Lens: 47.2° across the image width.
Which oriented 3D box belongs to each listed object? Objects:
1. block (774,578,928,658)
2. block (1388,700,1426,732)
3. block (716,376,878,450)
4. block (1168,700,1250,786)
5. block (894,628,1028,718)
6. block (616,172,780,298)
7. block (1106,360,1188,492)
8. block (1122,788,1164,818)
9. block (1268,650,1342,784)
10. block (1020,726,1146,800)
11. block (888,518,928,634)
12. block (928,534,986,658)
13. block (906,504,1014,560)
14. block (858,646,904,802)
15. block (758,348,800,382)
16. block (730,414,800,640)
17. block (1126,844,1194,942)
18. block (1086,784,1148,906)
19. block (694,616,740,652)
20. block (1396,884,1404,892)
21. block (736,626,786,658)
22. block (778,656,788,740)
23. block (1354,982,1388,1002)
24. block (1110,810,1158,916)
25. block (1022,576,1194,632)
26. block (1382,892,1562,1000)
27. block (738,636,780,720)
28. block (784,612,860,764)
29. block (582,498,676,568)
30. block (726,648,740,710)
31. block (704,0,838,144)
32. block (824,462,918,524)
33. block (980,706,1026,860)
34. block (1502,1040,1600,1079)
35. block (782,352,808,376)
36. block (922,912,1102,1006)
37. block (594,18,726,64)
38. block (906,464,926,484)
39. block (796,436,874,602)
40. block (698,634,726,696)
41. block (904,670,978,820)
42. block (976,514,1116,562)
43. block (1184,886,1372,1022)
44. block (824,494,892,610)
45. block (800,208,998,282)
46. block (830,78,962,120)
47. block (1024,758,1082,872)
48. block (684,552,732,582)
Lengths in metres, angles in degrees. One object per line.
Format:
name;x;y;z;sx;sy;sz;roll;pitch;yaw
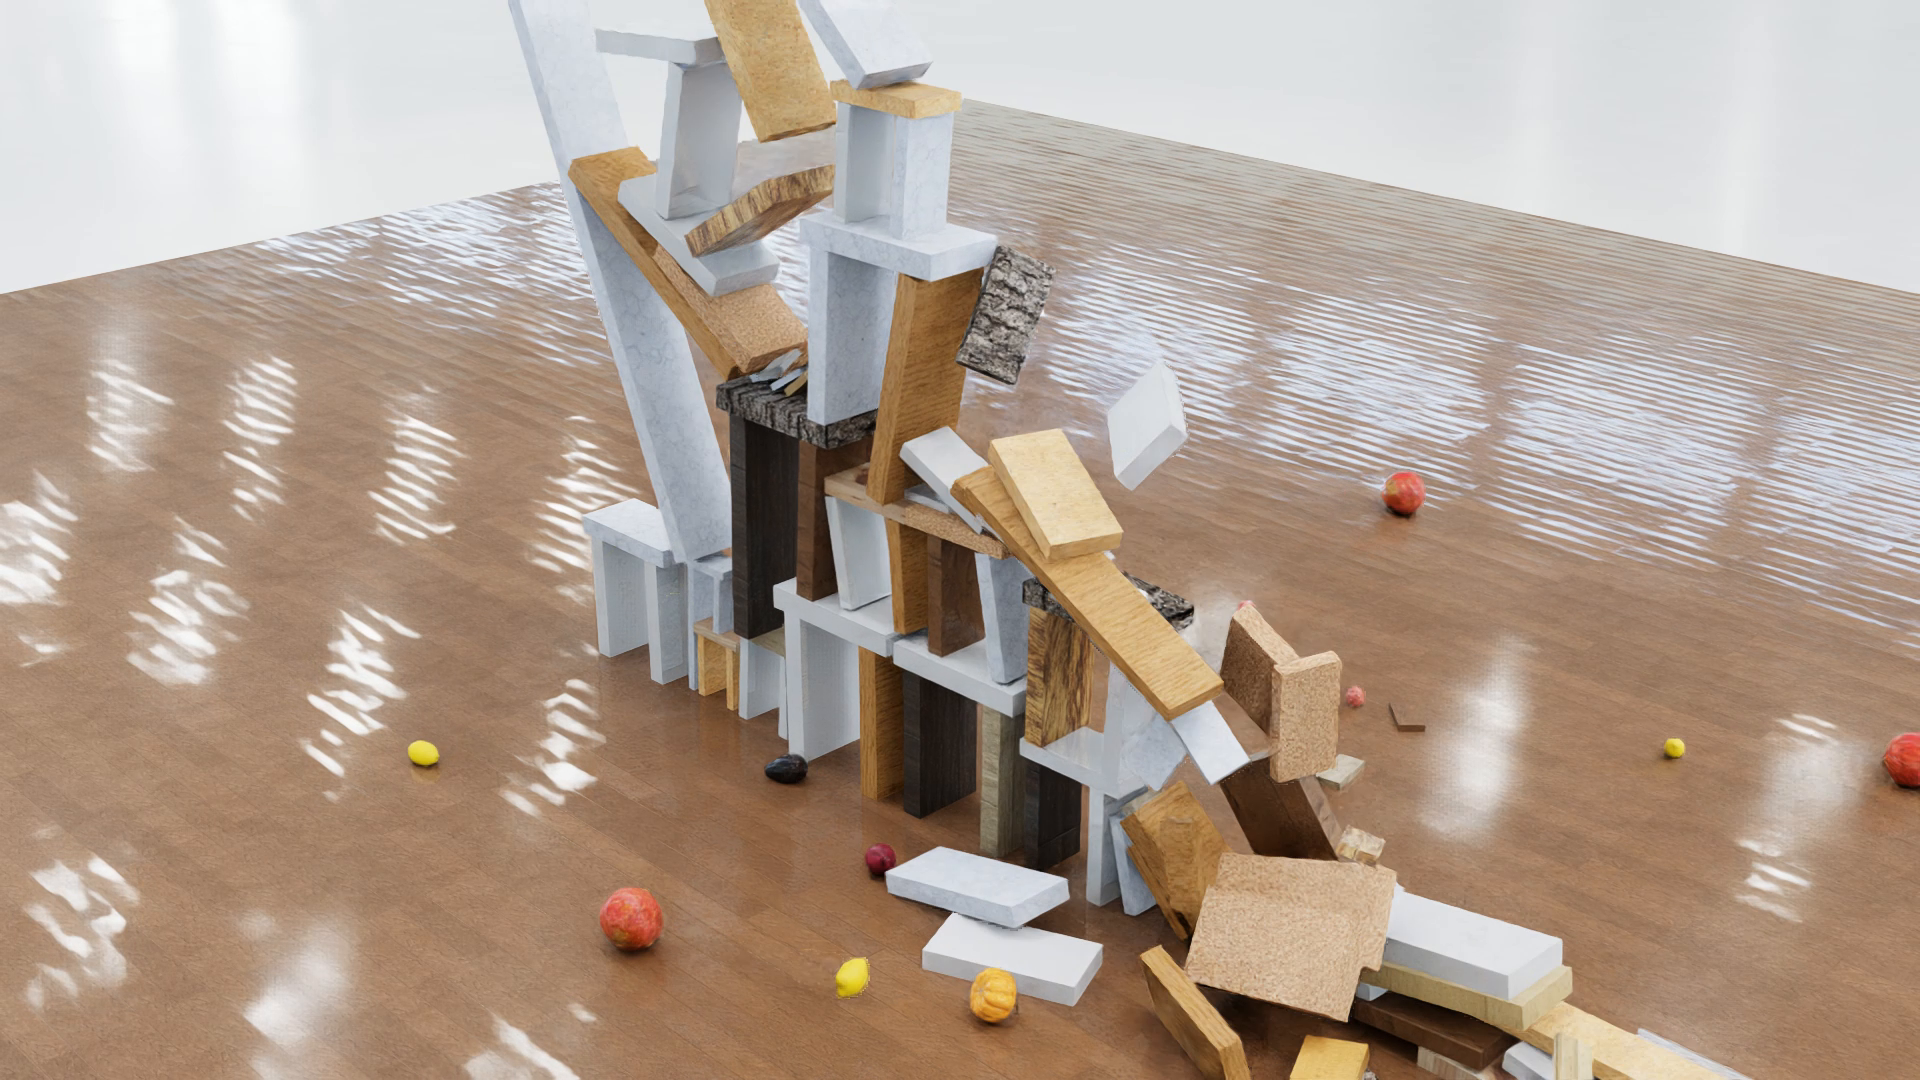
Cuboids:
block;-0.207;0.140;4.503;0.338;0.048;0.169;21;31;41
block;0.981;0.387;4.829;0.058;0.016;0.116;0;23;0
block;-0.317;-0.270;4.455;0.345;0.049;0.172;21;31;40
block;0.419;0.333;3.766;0.079;0.022;0.158;-30;73;-7
block;0.041;0.246;4.289;0.325;0.046;0.162;21;31;41
block;-0.540;-0.639;4.541;0.168;0.048;0.336;-22;58;-40
block;0.332;-0.206;3.923;0.040;0.140;0.280;38;21;-17
block;0.383;0.557;4.060;0.097;0.194;0.028;-21;-14;-46
block;0.600;0.310;3.832;0.115;0.229;0.033;-13;32;-16
block;0.244;0.408;4.125;0.246;0.035;0.123;21;30;40
block;-0.082;0.056;4.335;0.118;0.236;0.033;-21;27;-40
block;-0.004;0.088;4.275;0.036;0.256;0.128;21;31;41
block;0.032;-0.030;4.177;0.256;0.036;0.128;20;30;41
block;-0.127;0.349;4.505;0.048;0.338;0.169;21;31;41
block;-0.362;-0.352;4.416;0.054;0.015;0.108;-48;15;-25
block;-0.400;-0.049;4.643;0.172;0.505;0.049;-21;33;-41
block;0.397;0.634;4.067;0.097;0.028;0.194;-21;75;-40
block;0.296;0.556;4.136;0.123;0.246;0.035;-21;31;-40
block;-0.514;0.205;4.866;0.149;0.021;0.075;21;31;41
block;0.751;0.644;4.136;0.155;0.022;0.077;29;38;16
block;-0.384;0.204;4.732;0.198;0.028;0.099;21;31;40
block;-0.342;0.325;4.740;0.028;0.198;0.099;26;34;38
block;0.742;0.737;3.840;0.210;0.030;0.105;-18;20;-37
block;0.336;0.593;4.113;0.097;0.194;0.028;-21;17;-40
block;0.266;0.114;3.985;0.285;0.040;0.143;20;30;40
block;0.833;0.680;3.704;0.157;0.045;0.315;-19;21;-40
block;-0.436;0.288;4.826;0.099;0.198;0.028;-21;35;-40
block;-0.286;0.287;4.652;0.048;0.338;0.169;21;31;41
block;-0.707;-0.017;4.989;0.296;0.042;0.148;21;31;41
block;-0.481;0.297;4.869;0.075;0.149;0.021;-21;33;-41
block;-0.367;-0.941;4.224;0.168;0.337;0.048;-21;-1;-37
block;-0.144;-0.092;4.338;0.236;0.033;0.118;21;31;40
block;0.116;0.445;4.294;0.162;0.325;0.046;-21;32;-40
block;1.014;0.883;3.548;0.124;0.035;0.247;-17;34;-35
block;-0.302;-0.362;4.404;0.063;0.018;0.125;-22;-1;-38
block;0.095;0.748;3.946;0.290;0.041;0.145;10;25;22
block;-0.568;-1.002;4.412;0.163;0.046;0.327;-22;28;-40
block;-0.041;-0.122;4.206;0.062;0.017;0.123;-21;42;-39
block;-0.248;-0.060;4.469;0.049;0.345;0.172;26;34;38
block;-0.551;0.269;4.934;0.075;0.149;0.021;-21;33;-41
block;-0.039;0.385;4.436;0.046;0.325;0.162;22;31;40
block;0.155;-0.004;3.991;0.234;0.033;0.117;40;50;20
block;0.533;0.696;3.724;0.048;0.169;0.337;27;-15;-36
block;-0.202;0.010;4.444;0.118;0.236;0.033;-21;21;-41
block;-0.117;-0.562;4.118;0.352;0.050;0.176;22;31;39
block;-0.118;-0.810;4.007;0.114;0.032;0.228;-21;31;-40
block;0.180;0.511;4.242;0.123;0.246;0.035;-21;31;-41
block;-0.536;0.053;4.823;0.068;0.019;0.136;-21;30;-40
